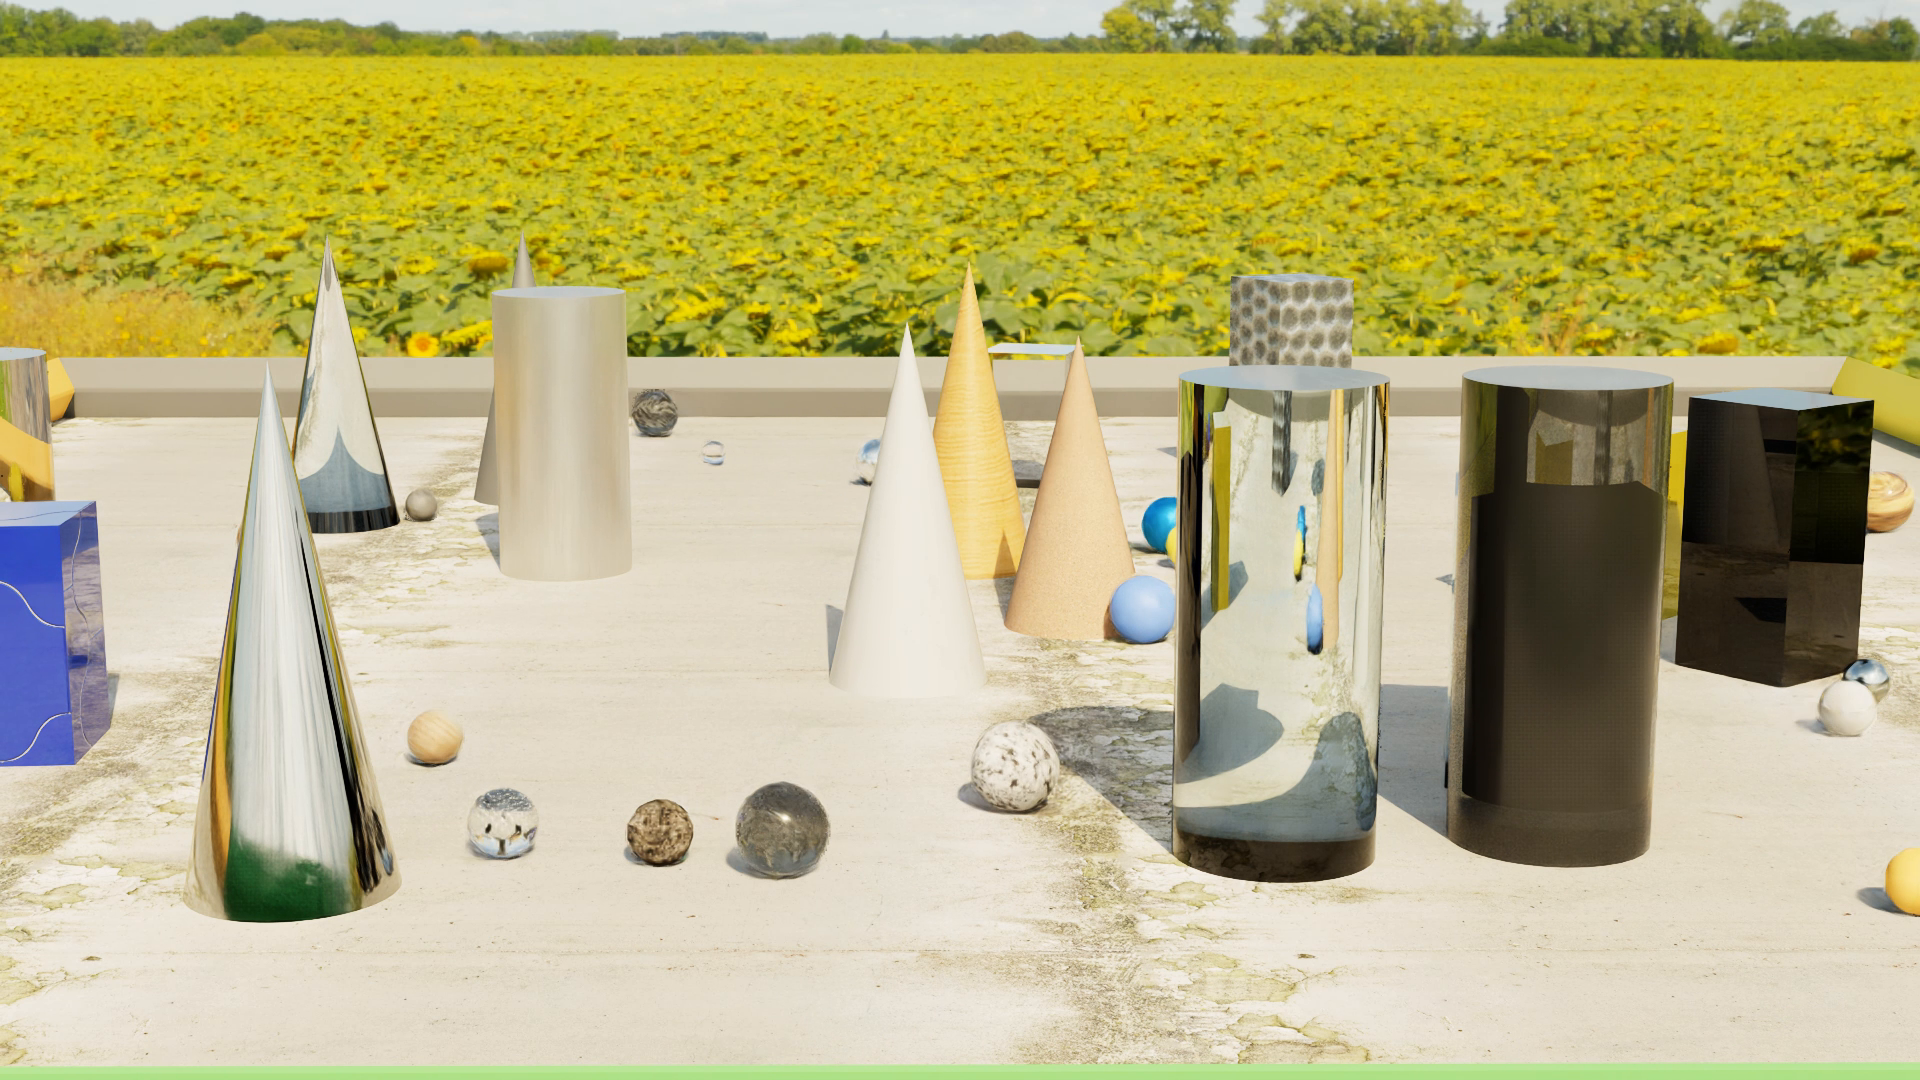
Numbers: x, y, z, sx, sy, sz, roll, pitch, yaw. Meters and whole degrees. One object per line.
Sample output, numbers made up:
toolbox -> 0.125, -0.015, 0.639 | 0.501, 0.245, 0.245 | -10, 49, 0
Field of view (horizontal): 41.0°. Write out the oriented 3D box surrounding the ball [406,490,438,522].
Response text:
ball -> -0.865, -0.056, 4.122 | 0.051, 0.051, 0.051 | 0, 11, 0

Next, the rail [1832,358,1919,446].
rail -> 1.832, 0.030, 3.460 | 0.045, 0.123, 3.821 | 0, 11, 0

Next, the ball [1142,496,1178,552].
ball -> 0.315, -0.023, 3.854 | 0.085, 0.085, 0.085 | 0, 11, 0

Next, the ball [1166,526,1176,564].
ball -> 0.334, 0.008, 3.730 | 0.070, 0.070, 0.070 | 0, 11, 0

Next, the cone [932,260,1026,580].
cone -> 0.013, -0.180, 3.709 | 0.190, 0.447, 0.190 | 0, 11, 0

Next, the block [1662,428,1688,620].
block -> 0.856, -0.022, 3.401 | 0.152, 0.249, 0.152 | 9, 14, 41

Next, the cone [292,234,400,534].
cone -> -0.992, -0.254, 4.064 | 0.190, 0.462, 0.190 | 0, 11, 0

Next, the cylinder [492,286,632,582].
cylinder -> -0.573, -0.156, 3.699 | 0.190, 0.403, 0.190 | 0, 11, 0

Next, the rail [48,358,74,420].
rail -> -1.832, 0.034, 3.439 | 0.045, 0.123, 3.821 | 0, 11, 0

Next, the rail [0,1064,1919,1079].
rail -> 0.011, 0.377, 1.594 | 3.710, 0.123, 0.045 | 0, 11, 0

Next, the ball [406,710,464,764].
ball -> -0.551, 0.207, 2.694 | 0.058, 0.058, 0.058 | 0, 11, 0

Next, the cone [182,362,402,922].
cone -> -0.596, 0.078, 2.250 | 0.190, 0.474, 0.190 | 0, 11, 0

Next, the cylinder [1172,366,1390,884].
cylinder -> 0.293, 0.072, 2.359 | 0.190, 0.446, 0.190 | 0, 11, 0

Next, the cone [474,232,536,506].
cone -> -0.729, -0.296, 4.310 | 0.190, 0.455, 0.190 | 0, 11, 0

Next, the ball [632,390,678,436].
ball -> -0.600, -0.249, 5.051 | 0.091, 0.091, 0.091 | 0, 11, 0

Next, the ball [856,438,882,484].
ball -> -0.140, -0.136, 4.463 | 0.083, 0.083, 0.083 | 0, 11, 0

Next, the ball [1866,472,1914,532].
ball -> 1.449, -0.061, 4.029 | 0.095, 0.095, 0.095 | 0, 11, 0

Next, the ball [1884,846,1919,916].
ball -> 0.831, 0.295, 2.219 | 0.059, 0.059, 0.059 | 0, 11, 0

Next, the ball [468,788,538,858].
ball -> -0.423, 0.262, 2.378 | 0.065, 0.065, 0.065 | 0, 11, 0

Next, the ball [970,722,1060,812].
ball -> 0.054, 0.223, 2.526 | 0.088, 0.088, 0.088 | 0, 11, 0

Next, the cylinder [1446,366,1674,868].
cylinder -> 0.559, 0.066, 2.403 | 0.190, 0.440, 0.190 | 0, 11, 0

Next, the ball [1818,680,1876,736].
ball -> 0.971, 0.184, 2.807 | 0.061, 0.061, 0.061 | 0, 11, 0

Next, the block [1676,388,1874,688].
block -> 0.982, -0.007, 3.097 | 0.152, 0.330, 0.152 | -8, 13, -37

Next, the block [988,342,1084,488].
block -> 0.126, -0.219, 4.498 | 0.152, 0.234, 0.152 | 3, 11, 15

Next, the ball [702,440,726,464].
ball -> -0.450, -0.160, 4.699 | 0.044, 0.044, 0.044 | 0, 11, 0

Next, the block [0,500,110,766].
block -> -1.011, 0.098, 2.738 | 0.152, 0.256, 0.152 | -1, 11, -4

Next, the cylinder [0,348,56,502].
cylinder -> -1.355, -0.092, 3.553 | 0.190, 0.330, 0.190 | 0, 11, 0

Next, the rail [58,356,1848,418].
rail -> -0.011, -0.314, 5.304 | 3.710, 0.123, 0.045 | 0, 11, 0

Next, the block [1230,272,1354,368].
block -> 0.575, -0.278, 4.476 | 0.152, 0.359, 0.152 | -6, 12, -27

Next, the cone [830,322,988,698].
cone -> -0.062, -0.044, 3.031 | 0.190, 0.428, 0.190 | 0, 11, 0

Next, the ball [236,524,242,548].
ball -> -1.008, 0.001, 3.729 | 0.084, 0.084, 0.084 | 0, 11, 0

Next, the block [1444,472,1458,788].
block -> 0.582, 0.093, 2.640 | 0.152, 0.301, 0.152 | 2, 11, 11

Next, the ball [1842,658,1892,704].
ball -> 1.039, 0.163, 2.940 | 0.054, 0.054, 0.054 | 0, 11, 0

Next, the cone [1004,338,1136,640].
cone -> 0.152, -0.077, 3.336 | 0.190, 0.381, 0.190 | 0, 11, 0

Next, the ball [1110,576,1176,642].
ball -> 0.234, 0.088, 3.257 | 0.086, 0.086, 0.086 | 0, 11, 0

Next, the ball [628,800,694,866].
ball -> -0.275, 0.268, 2.357 | 0.060, 0.060, 0.060 | 0, 11, 0

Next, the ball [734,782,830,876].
ball -> -0.161, 0.262, 2.324 | 0.085, 0.085, 0.085 | 0, 11, 0
